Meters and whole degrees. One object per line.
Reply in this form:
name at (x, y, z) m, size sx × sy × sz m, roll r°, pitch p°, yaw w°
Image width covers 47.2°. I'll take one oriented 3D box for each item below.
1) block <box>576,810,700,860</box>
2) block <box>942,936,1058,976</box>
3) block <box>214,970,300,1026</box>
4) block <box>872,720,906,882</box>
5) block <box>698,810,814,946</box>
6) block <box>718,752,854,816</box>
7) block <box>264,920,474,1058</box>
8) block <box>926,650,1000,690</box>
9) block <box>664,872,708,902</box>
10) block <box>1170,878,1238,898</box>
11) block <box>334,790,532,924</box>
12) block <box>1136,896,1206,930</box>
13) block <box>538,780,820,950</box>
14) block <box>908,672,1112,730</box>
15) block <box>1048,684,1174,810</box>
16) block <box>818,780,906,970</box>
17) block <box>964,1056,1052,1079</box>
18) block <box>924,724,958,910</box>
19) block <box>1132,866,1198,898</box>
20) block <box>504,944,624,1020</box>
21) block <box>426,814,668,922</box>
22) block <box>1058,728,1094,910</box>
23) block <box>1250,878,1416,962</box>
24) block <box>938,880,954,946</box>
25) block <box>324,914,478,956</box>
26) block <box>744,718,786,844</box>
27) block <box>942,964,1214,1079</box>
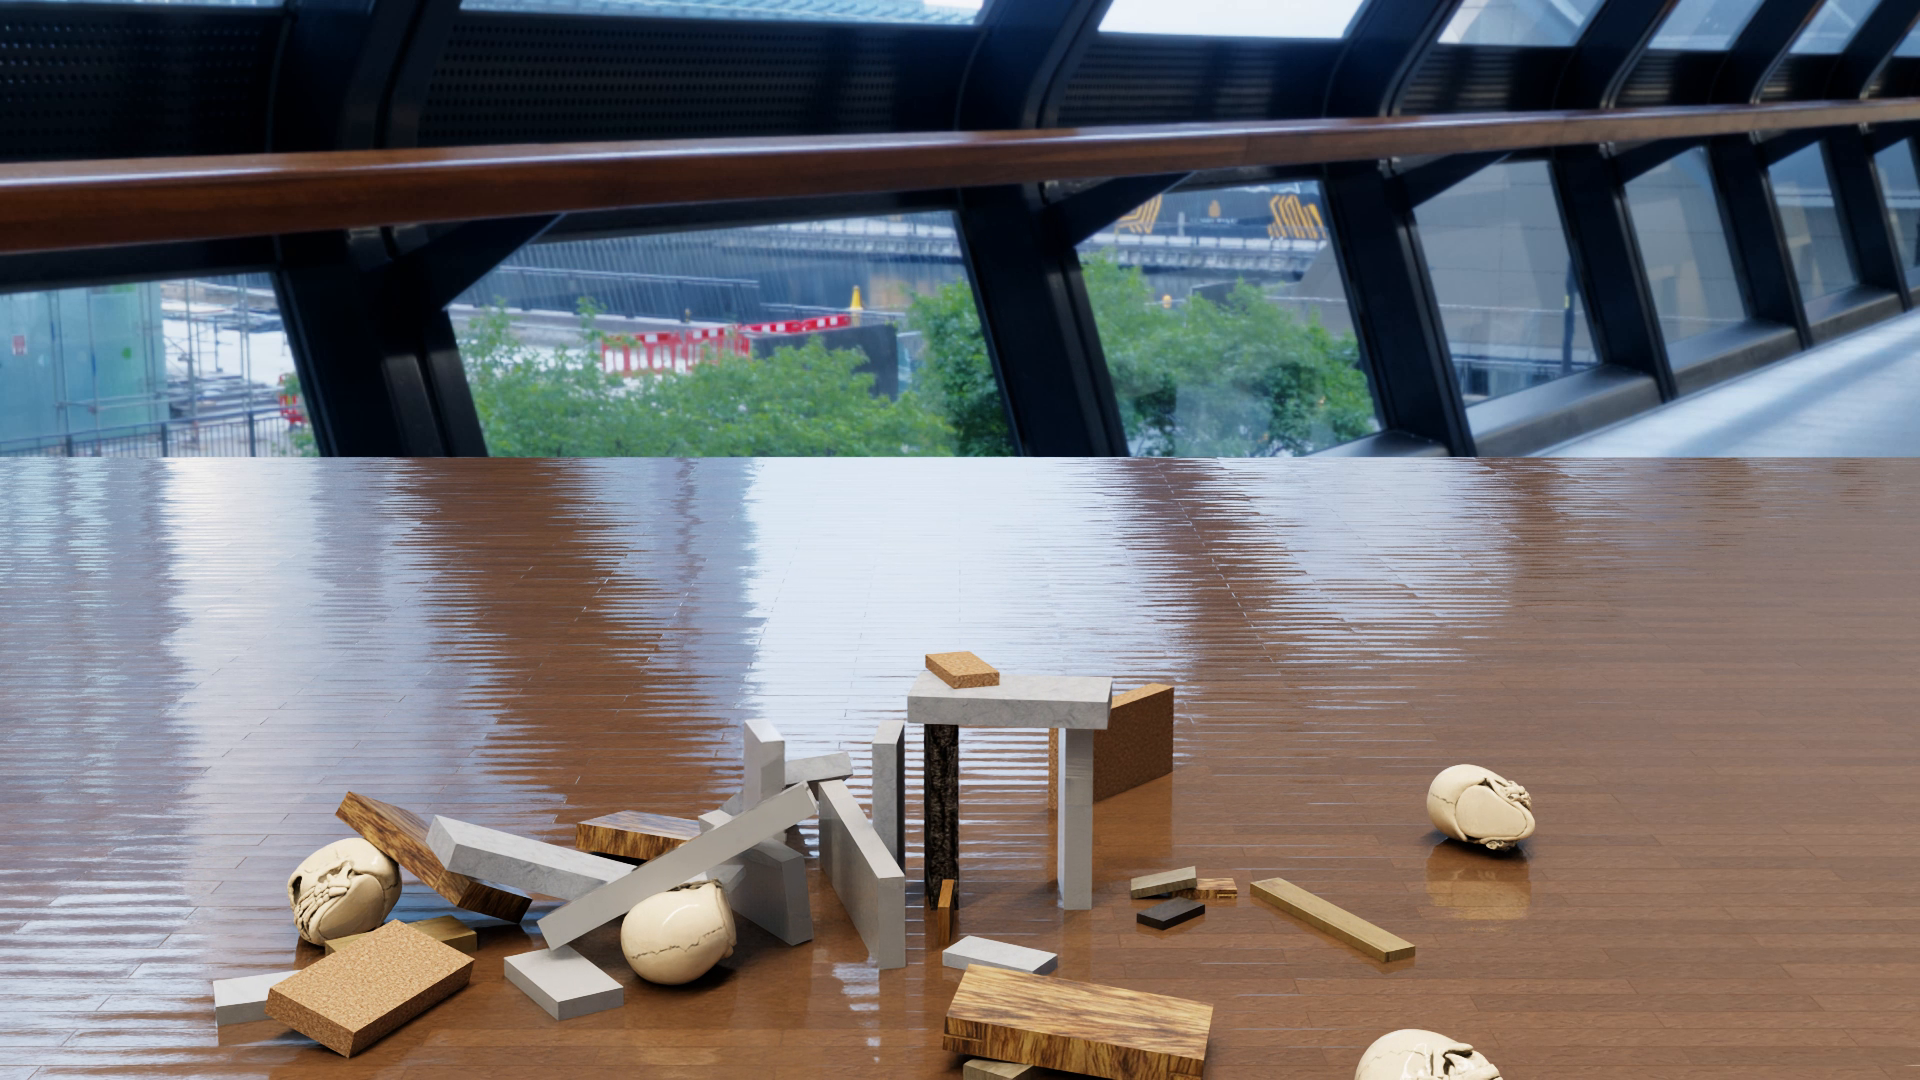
block at (-0.493, 0.525, 3.839) m, size 0.316 × 0.045 × 0.158 m, roll 5°, pitch 4°, yaw 25°
block at (0.061, 0.639, 3.346) m, size 0.157 × 0.022 × 0.078 m, roll 6°, pitch 12°, yaw 30°
block at (-0.978, 0.661, 3.206) m, size 0.204 × 0.029 × 0.102 m, roll -4°, pitch 11°, yaw -20°
block at (-0.117, 0.453, 3.639) m, size 0.040 × 0.281 × 0.140 m, roll 1°, pitch 11°, yaw 4°
block at (-0.331, 0.540, 3.541) m, size 0.040 × 0.140 × 0.281 m, roll -15°, pitch 17°, yaw -31°
block at (-0.314, 0.449, 3.916) m, size 0.145 × 0.041 × 0.291 m, roll -6°, pitch -19°, yaw -29°
block at (-0.845, 0.641, 3.166) m, size 0.145 × 0.041 × 0.291 m, roll 22°, pitch 17°, yaw 17°
block at (0.003, 0.214, 3.635) m, size 0.078 × 0.022 × 0.157 m, roll -3°, pitch 11°, yaw -18°
block at (-0.455, 0.577, 3.687) m, size 0.064 × 0.018 × 0.128 m, roll 0°, pitch 11°, yaw -1°
block at (0.404, 0.582, 3.672) m, size 0.109 × 0.015 × 0.054 m, roll 0°, pitch 11°, yaw -1°
block at (-0.850, 0.512, 3.549) m, size 0.316 × 0.045 × 0.158 m, roll 27°, pitch -5°, yaw 33°
block at (0.341, 0.603, 3.555) m, size 0.054 × 0.015 × 0.109 m, roll 10°, pitch 14°, yaw 43°
block at (-0.429, 0.498, 3.393) m, size 0.446 × 0.049 × 0.174 m, roll -27°, pitch -2°, yaw -4°
block at (0.083, 0.260, 3.572) m, size 0.319 × 0.045 × 0.160 m, roll 1°, pitch 11°, yaw 7°
block at (0.294, 0.397, 4.234) m, size 0.049 × 0.174 × 0.347 m, roll 8°, pitch 13°, yaw 38°
block at (-0.164, 0.534, 3.575) m, size 0.041 × 0.145 × 0.518 m, roll -3°, pitch 11°, yaw -13°
block at (0.082, 0.705, 2.987) m, size 0.078 × 0.022 × 0.157 m, roll 7°, pitch 13°, yaw 35°
block at (-0.031, 0.433, 3.639) m, size 0.045 × 0.319 × 0.160 m, roll -1°, pitch 11°, yaw -5°
block at (0.340, 0.570, 3.661) m, size 0.109 × 0.015 × 0.054 m, roll -13°, pitch 10°, yaw 7°
block at (-0.587, 0.653, 3.252) m, size 0.102 × 0.029 × 0.204 m, roll -7°, pitch 13°, yaw -33°
block at (-0.662, 0.527, 3.525) m, size 0.360 × 0.045 × 0.158 m, roll 20°, pitch 1°, yaw -27°
block at (0.191, 0.433, 3.642) m, size 0.045 × 0.320 × 0.160 m, roll 0°, pitch 11°, yaw -1°
block at (0.593, 0.607, 3.532) m, size 0.058 × 0.017 × 0.357 m, roll -5°, pitch 12°, yaw -27°
block at (-0.022, 0.591, 3.491) m, size 0.018 × 0.064 × 0.128 m, roll 1°, pitch 11°, yaw 3°
block at (-0.861, 0.627, 3.392) m, size 0.204 × 0.029 × 0.102 m, roll -7°, pitch 13°, yaw -34°
block at (-0.325, 0.451, 3.648) m, size 0.040 × 0.281 × 0.140 m, roll -2°, pitch 11°, yaw -16°
block at (0.165, 0.666, 3.010) m, size 0.347 × 0.049 × 0.174 m, roll 8°, pitch 14°, yaw 9°
